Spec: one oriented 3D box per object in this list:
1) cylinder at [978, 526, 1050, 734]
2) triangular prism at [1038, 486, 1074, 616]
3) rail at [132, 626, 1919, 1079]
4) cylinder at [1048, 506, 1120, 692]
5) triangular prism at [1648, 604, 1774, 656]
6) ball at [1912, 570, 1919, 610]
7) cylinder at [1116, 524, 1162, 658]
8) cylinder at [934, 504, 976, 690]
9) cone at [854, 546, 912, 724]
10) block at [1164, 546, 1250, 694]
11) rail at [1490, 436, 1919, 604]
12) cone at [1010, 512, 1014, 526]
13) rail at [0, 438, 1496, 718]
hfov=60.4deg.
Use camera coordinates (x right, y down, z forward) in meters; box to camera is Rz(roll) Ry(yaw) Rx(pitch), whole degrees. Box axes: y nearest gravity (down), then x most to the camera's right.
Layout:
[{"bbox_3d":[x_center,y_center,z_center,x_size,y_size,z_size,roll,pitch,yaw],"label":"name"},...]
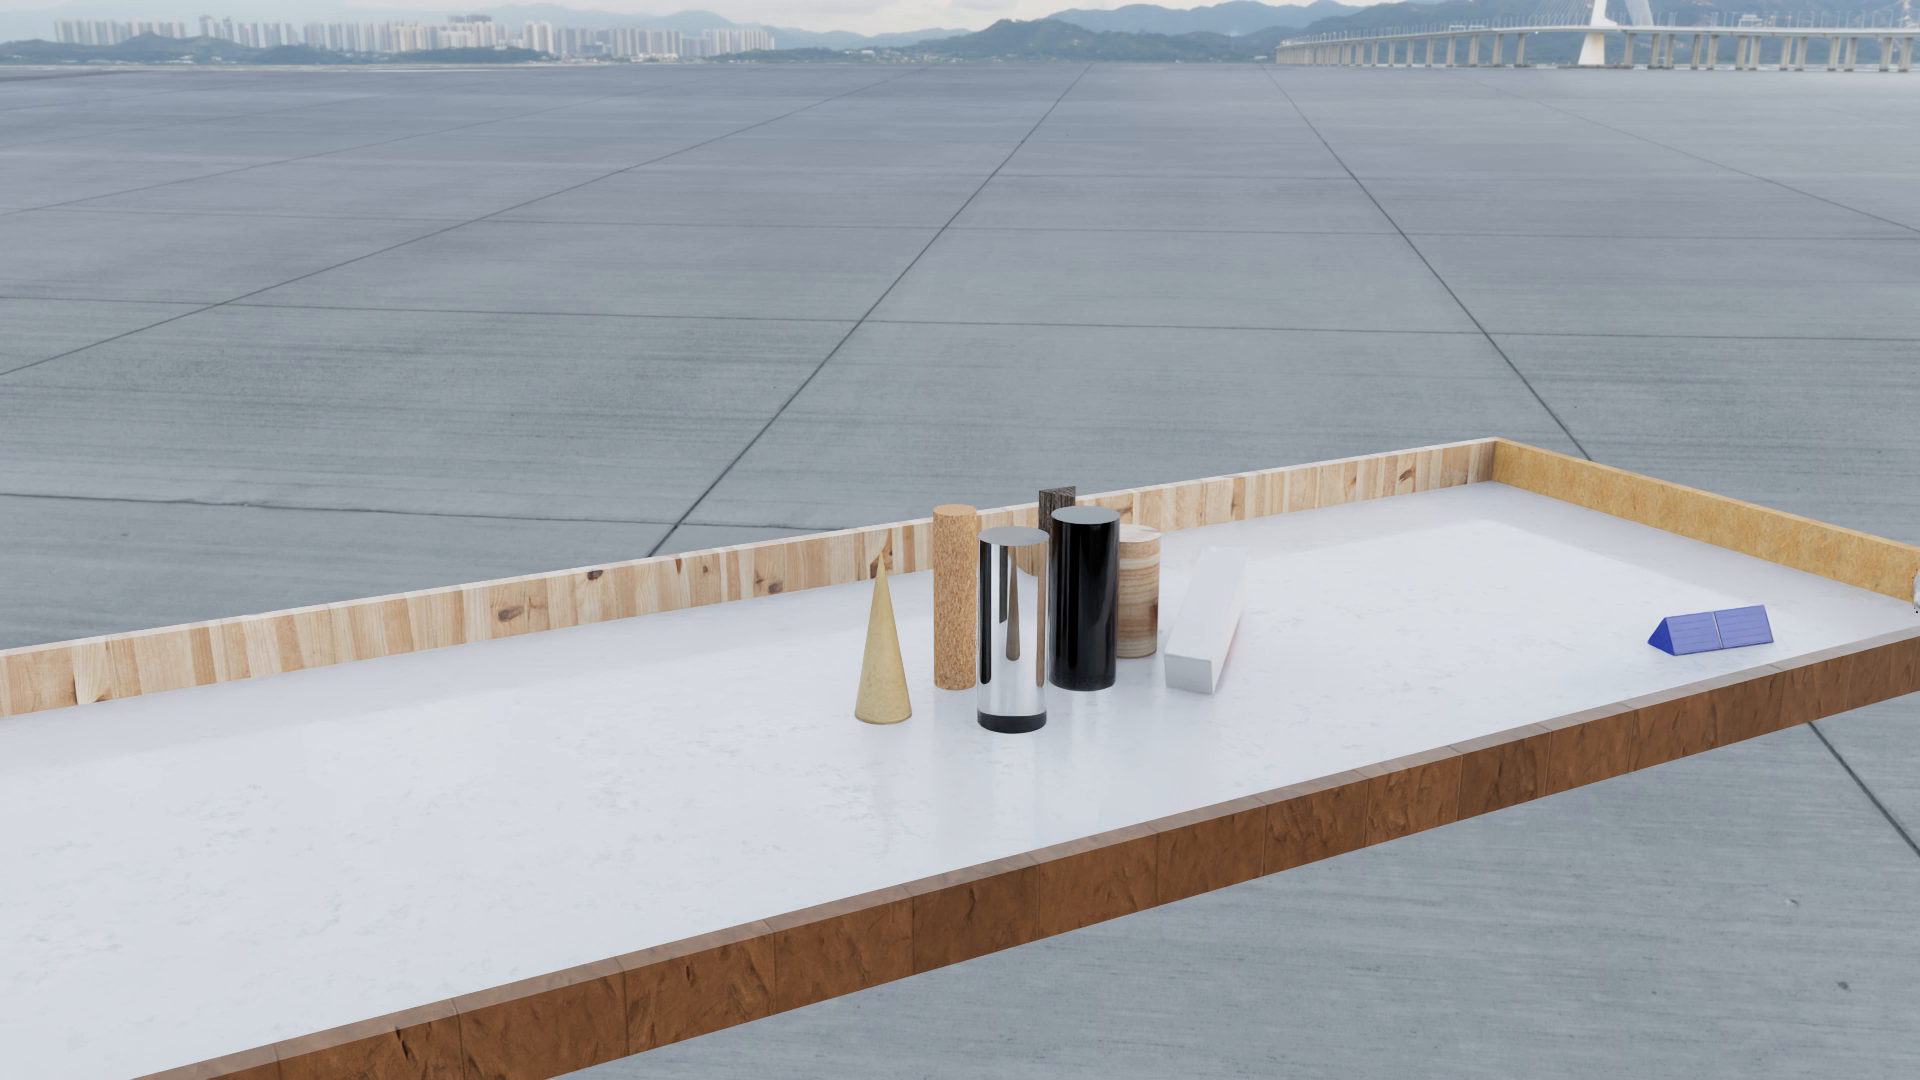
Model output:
[{"bbox_3d":[0.123,0.208,3.840,0.165,0.454,0.165,0,16,0],"label":"cylinder"},{"bbox_3d":[0.292,0.033,4.609,0.115,0.357,0.099,11,20,33],"label":"triangular prism"},{"bbox_3d":[-2.336,1.006,1.665,12.000,0.150,0.050,-9,18,-27],"label":"rail"},{"bbox_3d":[0.308,0.144,4.100,0.170,0.430,0.170,0,16,0],"label":"cylinder"},{"bbox_3d":[2.009,0.231,4.401,0.325,0.089,0.102,-5,18,-18],"label":"triangular prism"},{"bbox_3d":[2.723,0.139,4.498,0.216,0.216,0.216,0,16,0],"label":"ball"},{"bbox_3d":[0.438,0.134,4.337,0.171,0.317,0.171,0,16,0],"label":"cylinder"},{"bbox_3d":[-0.012,0.142,4.074,0.106,0.449,0.106,0,16,0],"label":"cylinder"},{"bbox_3d":[-0.183,0.214,3.884,0.138,0.418,0.138,0,16,0],"label":"cone"},{"bbox_3d":[0.630,0.198,4.181,0.119,0.119,0.410,8,43,20],"label":"block"},{"bbox_3d":[2.466,-0.048,5.253,0.050,0.150,2.100,-9,18,-27],"label":"rail"},{"bbox_3d":[0.137,0.102,4.337,0.106,0.379,0.106,0,16,0],"label":"cone"},{"bbox_3d":[-3.305,0.497,3.399,12.000,0.150,0.050,-9,18,-27],"label":"rail"}]
